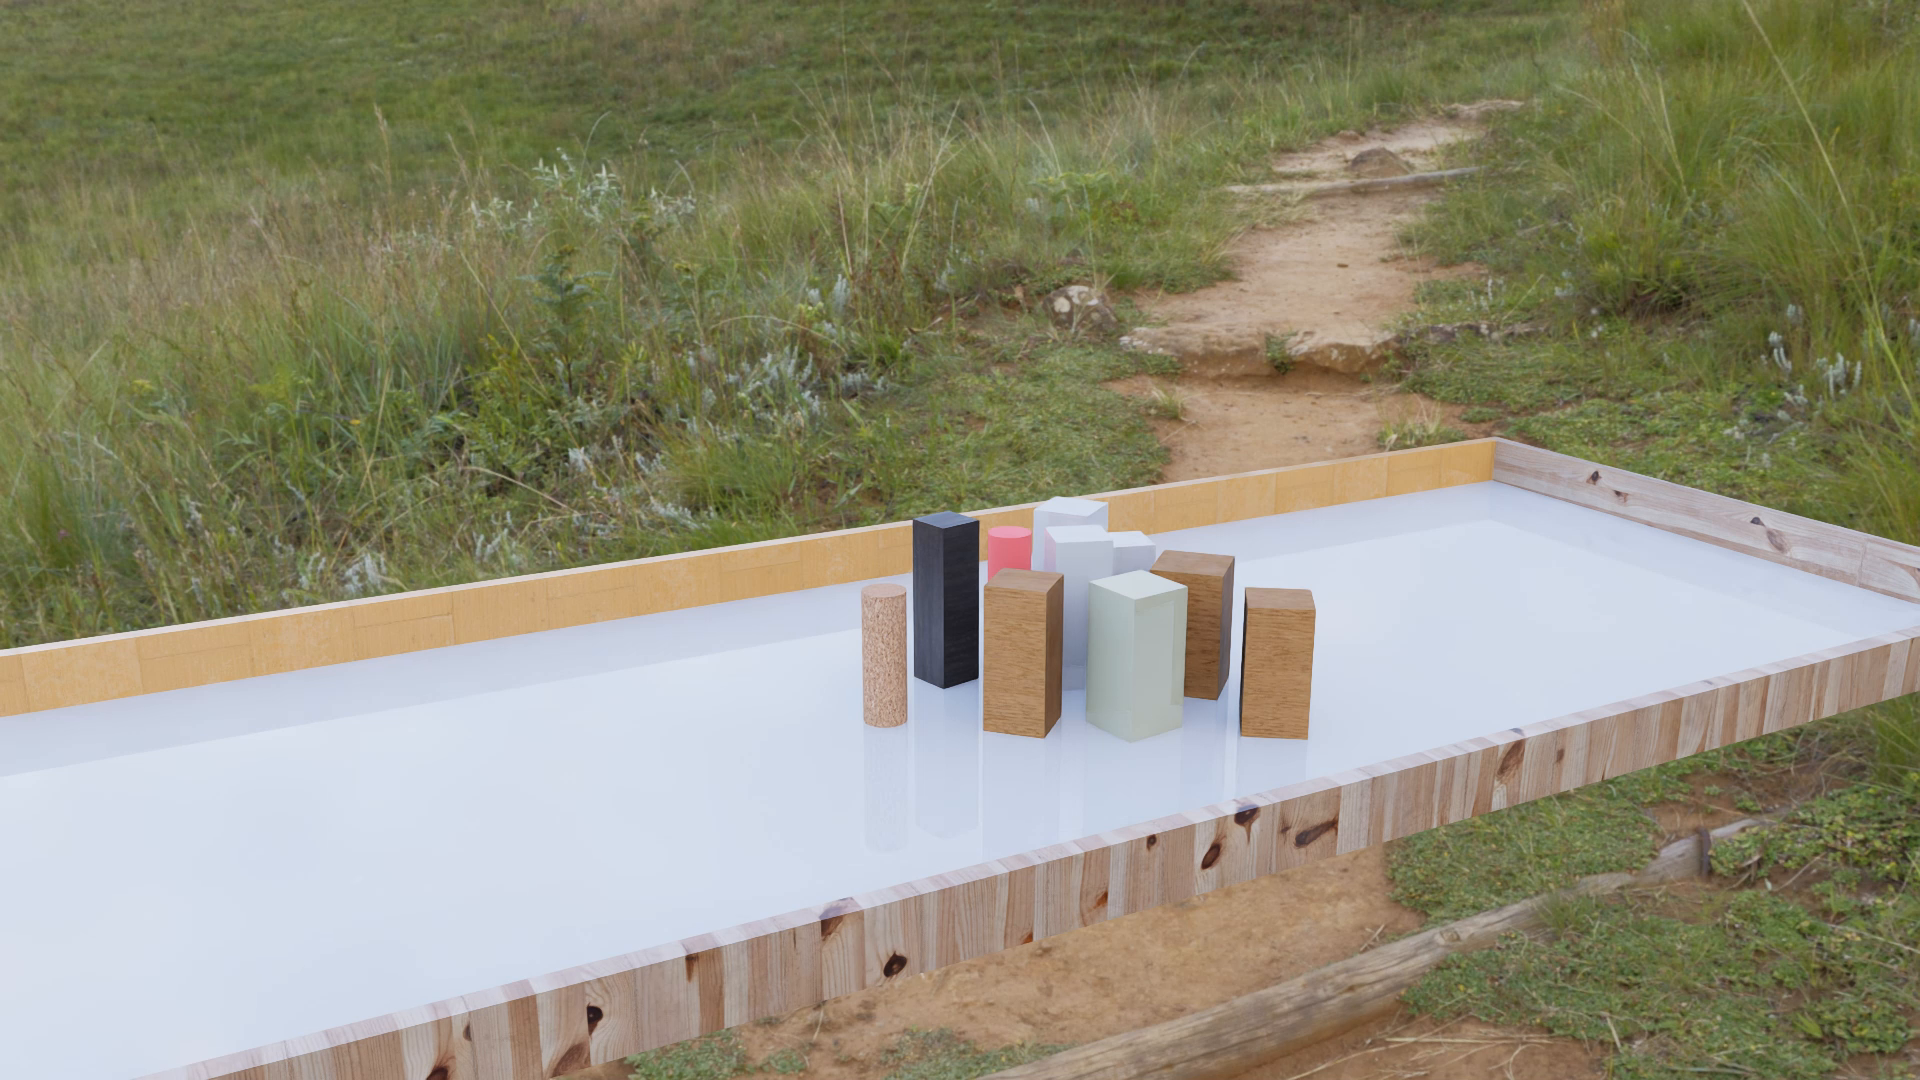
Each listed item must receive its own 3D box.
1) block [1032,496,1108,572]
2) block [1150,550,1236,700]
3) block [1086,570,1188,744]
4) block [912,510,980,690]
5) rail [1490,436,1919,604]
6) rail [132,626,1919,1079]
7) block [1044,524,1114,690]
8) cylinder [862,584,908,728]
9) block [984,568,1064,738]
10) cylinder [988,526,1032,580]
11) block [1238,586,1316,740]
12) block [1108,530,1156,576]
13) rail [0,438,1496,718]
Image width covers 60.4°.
[{"bbox_3d":[0.306,0.060,4.581,0.158,0.320,0.158,8,18,24],"label":"block"},{"bbox_3d":[0.571,0.208,4.085,0.178,0.317,0.178,5,17,18],"label":"block"},{"bbox_3d":[0.409,0.267,3.832,0.161,0.346,0.161,-11,20,-34],"label":"block"},{"bbox_3d":[-0.035,0.148,4.114,0.117,0.415,0.117,-14,21,-39],"label":"block"},{"bbox_3d":[2.466,-0.048,5.253,0.050,0.150,2.100,-9,18,-27],"label":"rail"},{"bbox_3d":[-2.336,1.006,1.665,12.000,0.150,0.050,-9,18,-27],"label":"rail"},{"bbox_3d":[0.291,0.168,4.105,0.141,0.383,0.141,-3,17,-8],"label":"block"},{"bbox_3d":[-0.176,0.270,3.865,0.105,0.321,0.105,0,16,0],"label":"cylinder"},{"bbox_3d":[0.148,0.261,3.837,0.148,0.354,0.148,5,17,18],"label":"block"},{"bbox_3d":[0.130,0.129,4.359,0.115,0.313,0.115,0,16,0],"label":"cylinder"},{"bbox_3d":[0.734,0.285,3.828,0.151,0.315,0.151,2,17,7],"label":"block"},{"bbox_3d":[0.424,0.144,4.323,0.134,0.306,0.134,-3,17,-11],"label":"block"},{"bbox_3d":[-3.305,0.497,3.399,12.000,0.150,0.050,-9,18,-27],"label":"rail"}]
